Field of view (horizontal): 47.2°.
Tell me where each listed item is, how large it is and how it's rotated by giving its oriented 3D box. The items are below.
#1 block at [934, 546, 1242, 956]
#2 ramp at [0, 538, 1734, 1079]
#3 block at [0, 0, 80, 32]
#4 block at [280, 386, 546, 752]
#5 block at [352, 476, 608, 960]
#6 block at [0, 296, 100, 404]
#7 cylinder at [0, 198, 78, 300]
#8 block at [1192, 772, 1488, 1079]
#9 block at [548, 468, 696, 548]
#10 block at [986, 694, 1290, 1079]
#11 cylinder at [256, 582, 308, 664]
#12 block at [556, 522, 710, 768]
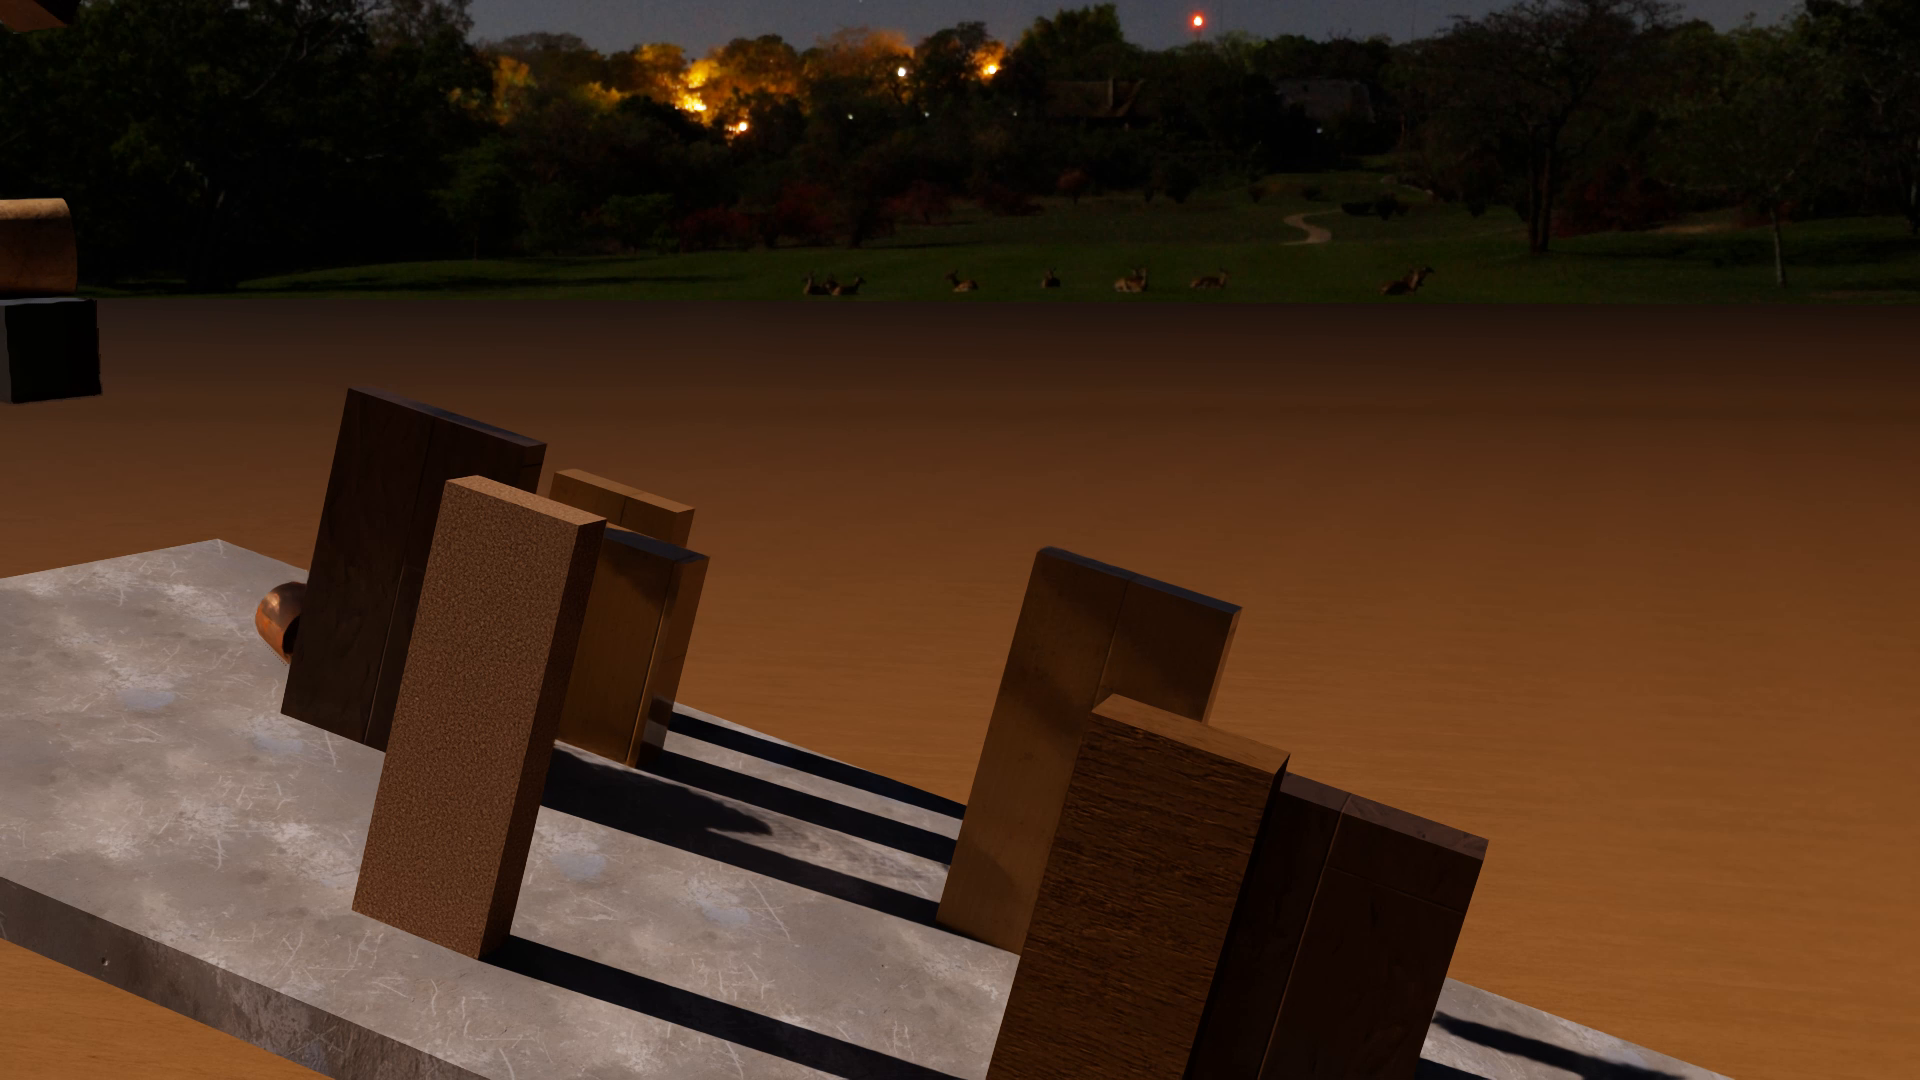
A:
[{"bbox_3d":[0.245,0.446,4.298,0.397,0.784,0.096,18,11,14],"label":"block"},{"bbox_3d":[-0.382,0.755,4.243,4.000,0.100,2.000,18,11,14],"label":"ramp"},{"bbox_3d":[-2.032,-1.245,4.773,0.191,0.191,0.191,4,-21,33],"label":"block"},{"bbox_3d":[-1.120,0.083,4.488,0.412,0.703,0.086,18,11,14],"label":"block"},{"bbox_3d":[-0.808,0.297,3.683,0.248,0.767,0.103,18,11,14],"label":"block"},{"bbox_3d":[-2.003,-0.412,4.723,0.204,0.204,0.204,8,13,36],"label":"block"},{"bbox_3d":[-2.005,-0.617,4.661,0.209,0.209,0.209,-8,10,-32],"label":"cylinder"},{"bbox_3d":[0.568,0.738,3.668,0.437,0.638,0.135,18,11,14],"label":"block"},{"bbox_3d":[-0.845,0.123,5.174,0.321,0.504,0.102,18,11,14],"label":"block"},{"bbox_3d":[0.240,0.651,3.295,0.279,0.780,0.148,18,11,14],"label":"block"},{"bbox_3d":[-1.463,0.195,4.896,0.157,0.157,0.157,-5,23,-38],"label":"cylinder"},{"bbox_3d":[-0.778,0.221,4.865,0.320,0.472,0.136,18,11,14],"label":"block"}]
